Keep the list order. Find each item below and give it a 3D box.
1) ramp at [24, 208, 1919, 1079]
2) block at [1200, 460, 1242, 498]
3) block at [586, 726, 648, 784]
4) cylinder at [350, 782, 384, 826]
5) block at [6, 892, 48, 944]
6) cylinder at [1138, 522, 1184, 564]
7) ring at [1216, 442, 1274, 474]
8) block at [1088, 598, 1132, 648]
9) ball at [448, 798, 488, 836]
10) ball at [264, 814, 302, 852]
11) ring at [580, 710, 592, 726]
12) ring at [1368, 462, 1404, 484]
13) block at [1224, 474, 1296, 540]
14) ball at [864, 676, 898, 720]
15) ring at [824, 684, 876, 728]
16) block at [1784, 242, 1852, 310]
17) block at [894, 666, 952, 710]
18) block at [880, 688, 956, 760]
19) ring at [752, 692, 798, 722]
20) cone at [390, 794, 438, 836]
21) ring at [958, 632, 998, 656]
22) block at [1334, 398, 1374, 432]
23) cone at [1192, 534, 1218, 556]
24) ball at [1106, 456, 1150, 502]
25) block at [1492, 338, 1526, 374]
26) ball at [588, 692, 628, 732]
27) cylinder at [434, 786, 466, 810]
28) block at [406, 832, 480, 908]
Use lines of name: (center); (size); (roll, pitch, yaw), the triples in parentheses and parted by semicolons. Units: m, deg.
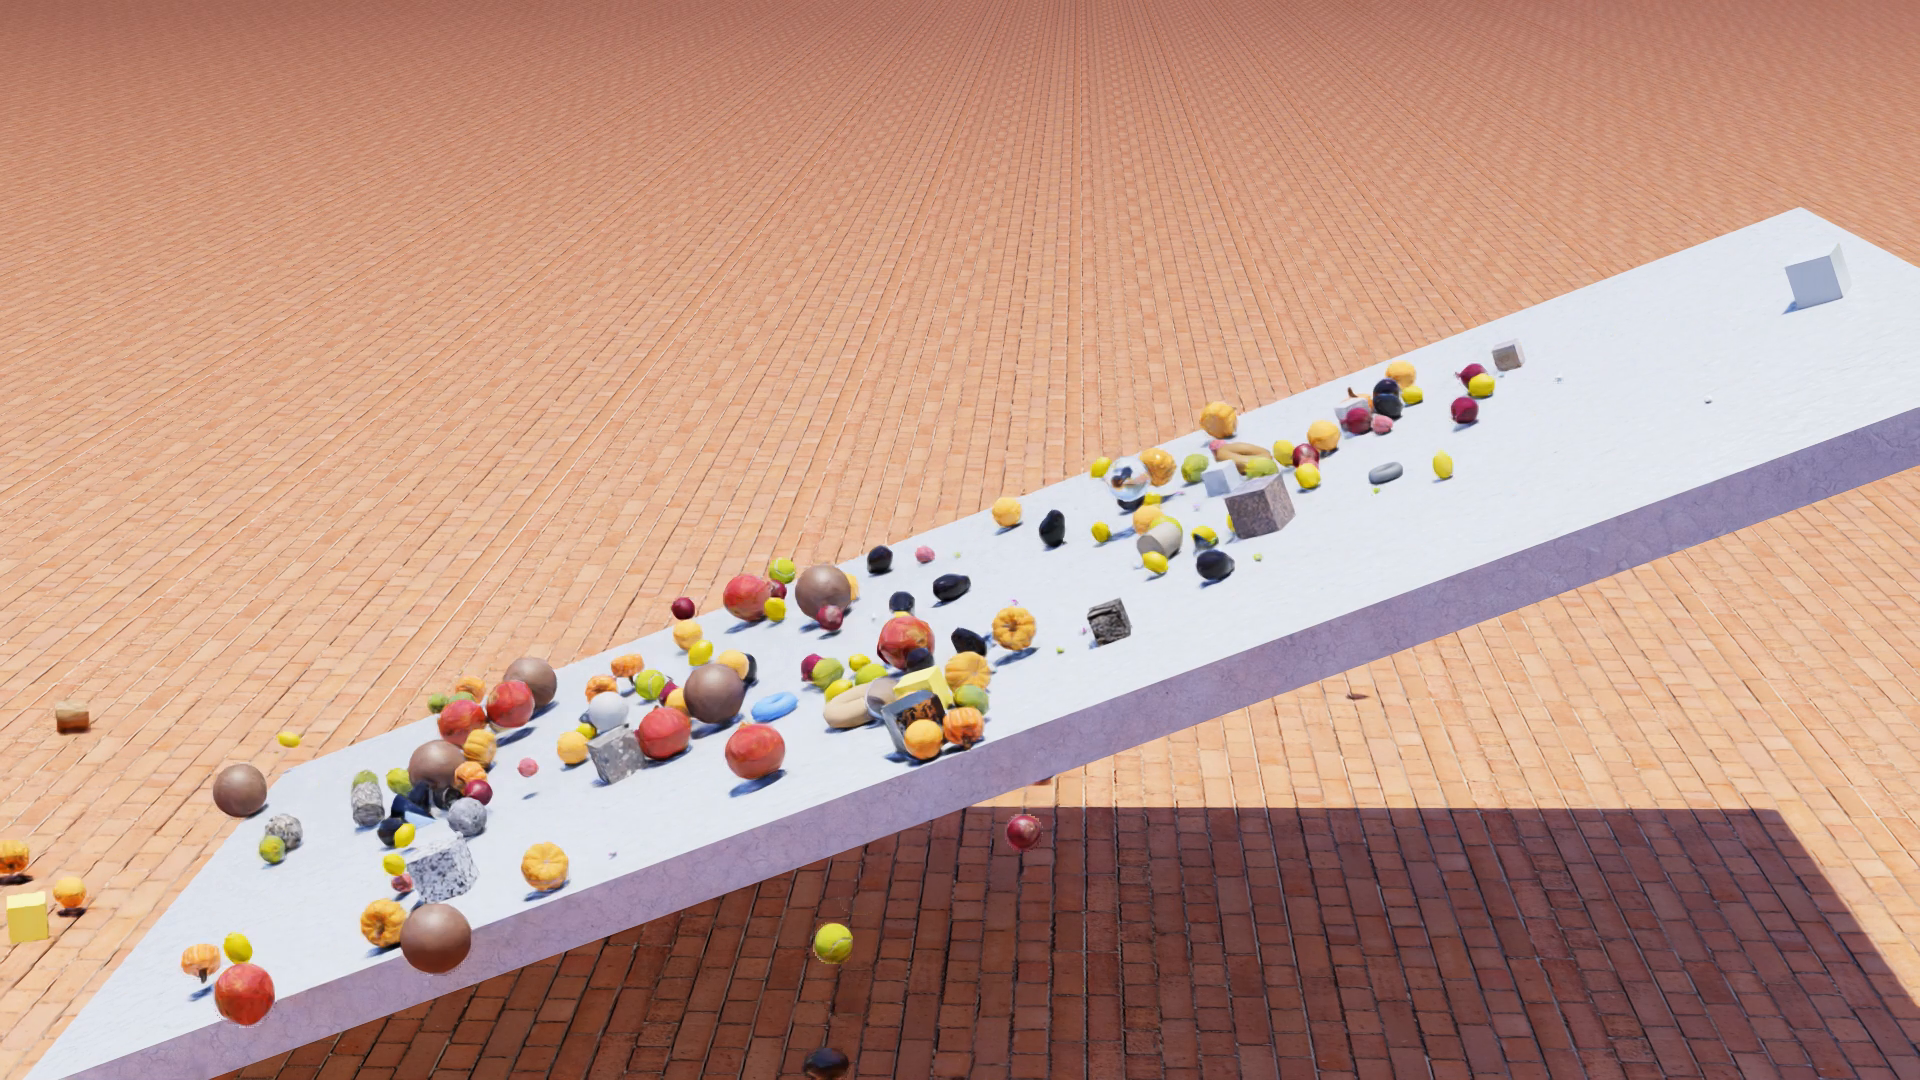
ramp: (0.121, 0.175, 6.293); (4.000, 0.100, 2.000); (-20, 12, 7)
block: (0.575, -0.136, 6.477); (0.058, 0.058, 0.058); (-13, 16, 36)
block: (-0.714, 0.447, 6.115); (0.084, 0.084, 0.084); (-26, 13, -20)
cylinder: (-1.316, 0.587, 6.532); (0.069, 0.069, 0.069); (-4, 41, -16)
block: (-2.098, 0.849, 6.618); (0.083, 0.083, 0.083); (-6, 15, -16)
cylinder: (0.416, 0.006, 6.102); (0.069, 0.069, 0.069); (12, 32, 40)
ring: (0.631, -0.181, 6.534); (0.130, 0.043, 0.130); (4, 21, -1)
block: (0.288, 0.158, 5.663); (0.064, 0.064, 0.064); (-19, 12, 12)
ball: (-1.022, 0.575, 6.101); (0.081, 0.081, 0.081); (0, 13, 0)
ball: (-1.521, 0.658, 6.615); (0.084, 0.084, 0.084); (0, 13, 0)
ring: (-0.819, 0.397, 6.660); (0.088, 0.029, 0.088); (-18, 11, 4)
ring: (0.874, -0.138, 6.037); (0.075, 0.025, 0.075); (-20, 12, 4)
block: (0.614, -0.068, 6.019); (0.094, 0.094, 0.094); (-14, 14, 33)
ball: (-0.145, 0.307, 5.724); (0.084, 0.084, 0.084); (0, 13, 0)
ring: (-0.199, 0.327, 5.820); (0.149, 0.050, 0.149); (-20, 13, 5)
block: (1.774, -0.546, 6.077); (0.095, 0.095, 0.095); (-14, 14, 33)
block: (-0.071, 0.297, 5.656); (0.075, 0.075, 0.075); (-17, 13, 20)
block: (-0.078, 0.340, 5.441); (0.090, 0.090, 0.090); (-25, 12, -16)
ring: (-0.384, 0.346, 6.103); (0.102, 0.034, 0.102); (-21, 13, 5)
cone: (-1.171, 0.600, 6.350); (0.095, 0.095, 0.095); (7, 14, 6)
ring: (0.036, 0.210, 5.969); (0.087, 0.029, 0.087); (-20, 11, 4)
block: (0.882, -0.282, 6.587); (0.057, 0.057, 0.057); (-26, 12, -18)
cone: (0.505, 0.012, 6.029); (0.050, 0.050, 0.050); (6, 14, 2)
ball: (0.367, -0.133, 6.418); (0.098, 0.098, 0.098); (0, 13, 0)
block: (1.224, -0.411, 6.561); (0.054, 0.054, 0.054); (-16, 13, 25)
ball: (-0.778, 0.381, 6.512); (0.090, 0.090, 0.090); (0, 13, 0)
cylinder: (-1.106, 0.561, 6.379); (0.053, 0.053, 0.053); (-10, 1, -37)
block: (-1.009, 0.643, 5.739); (0.096, 0.096, 0.096); (-20, 12, 9)
